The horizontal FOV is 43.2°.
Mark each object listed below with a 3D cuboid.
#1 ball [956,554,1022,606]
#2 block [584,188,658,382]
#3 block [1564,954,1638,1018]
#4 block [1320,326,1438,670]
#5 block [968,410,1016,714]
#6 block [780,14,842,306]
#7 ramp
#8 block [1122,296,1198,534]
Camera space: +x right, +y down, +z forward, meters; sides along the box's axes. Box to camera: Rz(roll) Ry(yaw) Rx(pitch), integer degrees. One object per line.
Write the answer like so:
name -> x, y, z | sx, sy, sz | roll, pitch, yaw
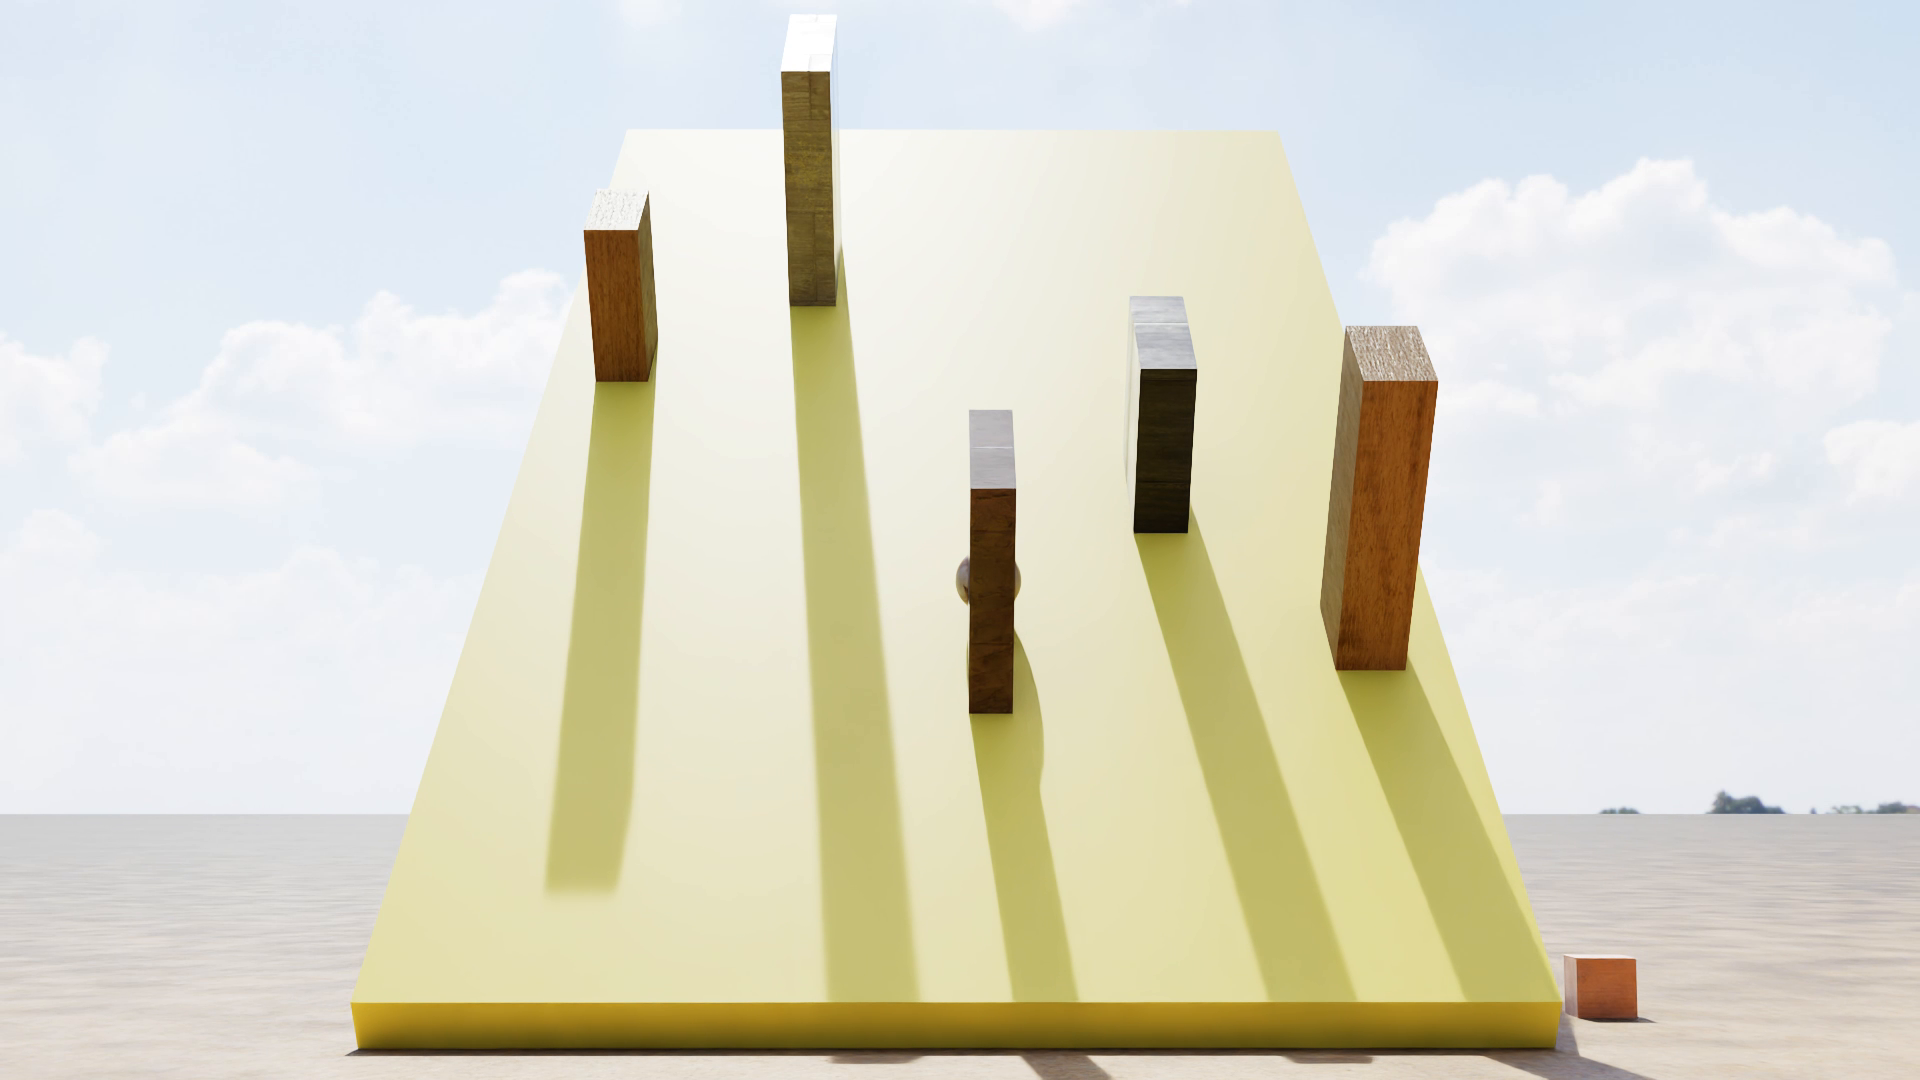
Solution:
ball -> 0.059, 0.084, 5.017 | 0.138, 0.138, 0.138 | 0, -6, 0
block -> -0.832, -0.628, 5.962 | 0.129, 0.403, 0.256 | 0, 30, 0
block -> 1.236, 0.862, 4.677 | 0.113, 0.113, 0.113 | 0, -6, 2
block -> 0.824, -0.079, 4.795 | 0.141, 0.648, 0.240 | 0, 30, 0
block -> 0.060, 0.041, 4.729 | 0.086, 0.503, 0.317 | 0, 30, 0
block -> -0.386, -0.998, 6.361 | 0.122, 0.641, 0.435 | 0, 30, 0
ramp -> -0.013, -0.206, 5.746 | 2.000, 0.100, 4.000 | 0, 30, 0
block -> 0.440, -0.281, 5.380 | 0.121, 0.403, 0.366 | 0, 30, 0
